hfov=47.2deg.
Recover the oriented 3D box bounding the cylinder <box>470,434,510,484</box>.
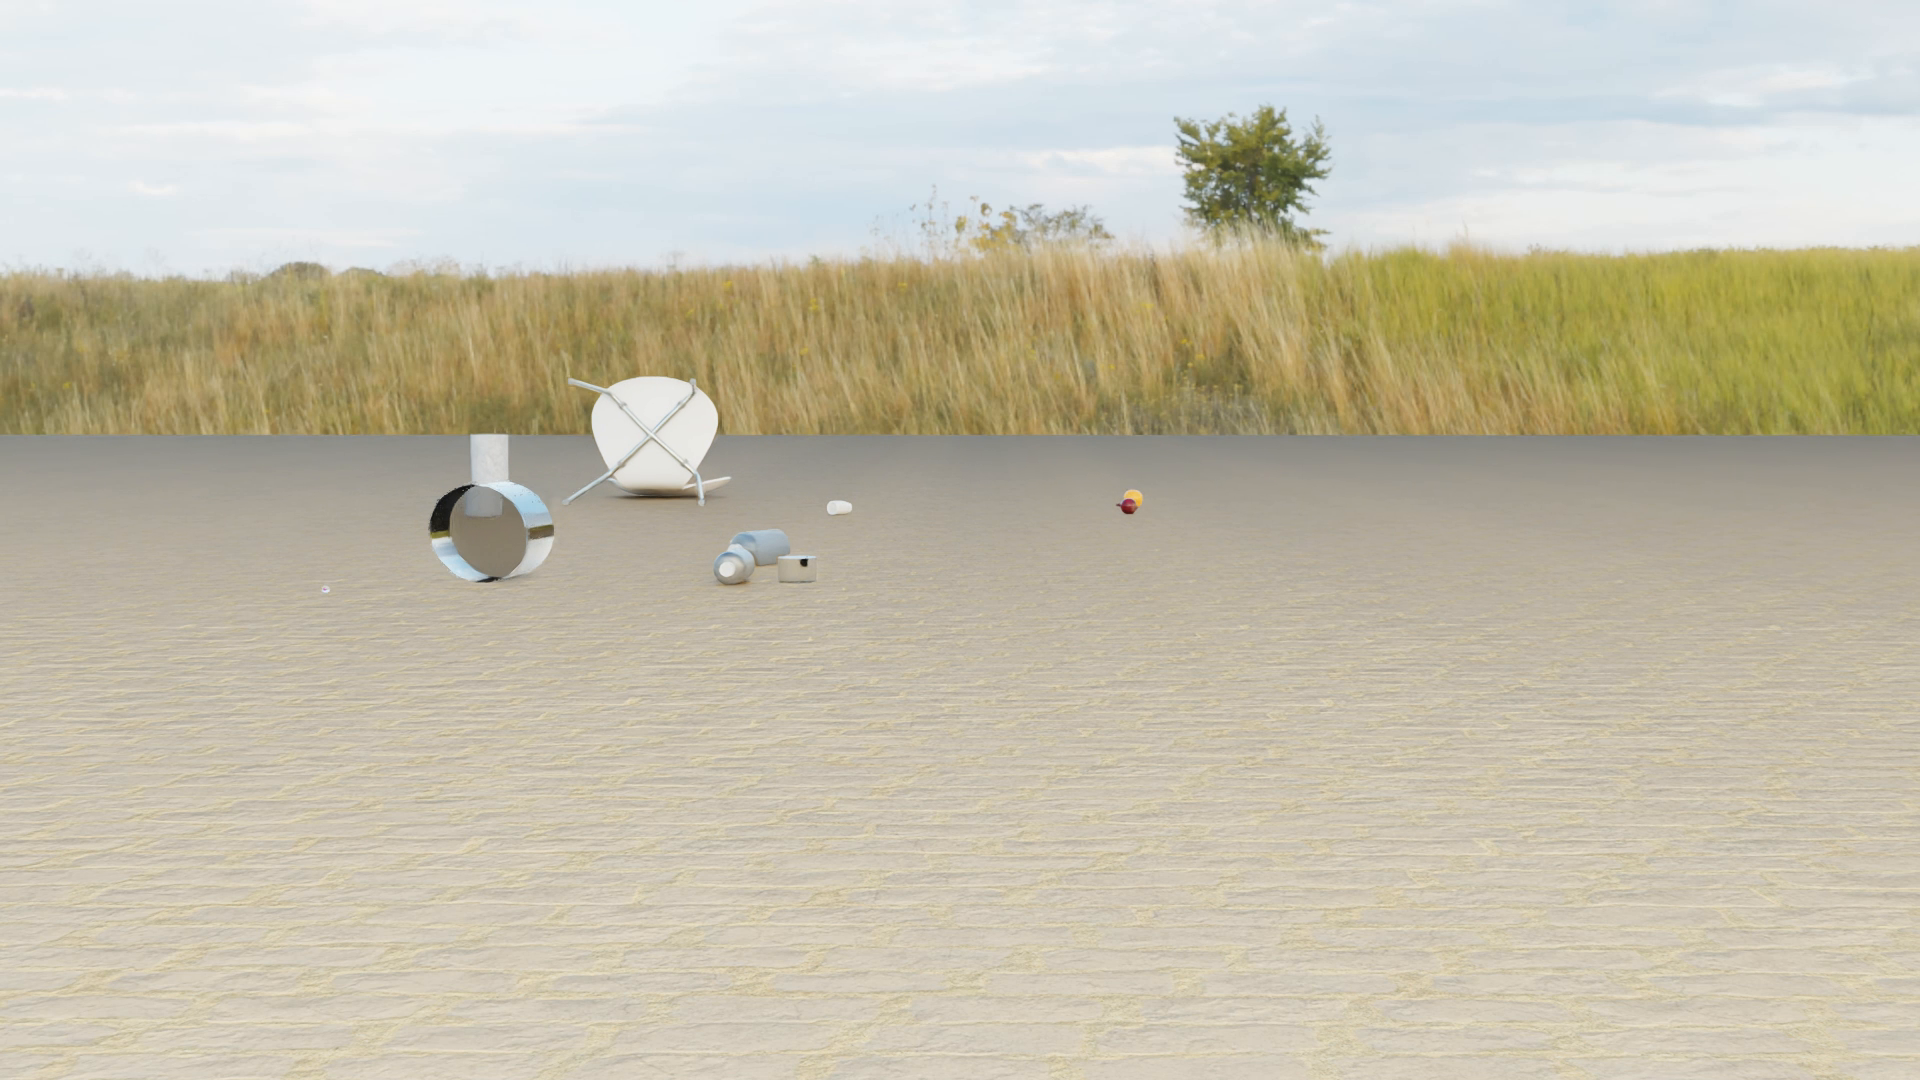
[{"bbox_3d":[-1.672,-0.232,7.826,0.132,0.282,0.128,-1,2,6],"label":"cylinder"}]

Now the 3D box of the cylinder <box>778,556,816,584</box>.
[{"bbox_3d":[-0.380,0.069,5.126,0.090,0.057,0.094,2,4,23],"label":"cylinder"}]

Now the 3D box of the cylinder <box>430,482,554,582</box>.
[{"bbox_3d":[-1.105,-0.021,5.201,0.240,0.221,0.196,34,8,4],"label":"cylinder"}]
